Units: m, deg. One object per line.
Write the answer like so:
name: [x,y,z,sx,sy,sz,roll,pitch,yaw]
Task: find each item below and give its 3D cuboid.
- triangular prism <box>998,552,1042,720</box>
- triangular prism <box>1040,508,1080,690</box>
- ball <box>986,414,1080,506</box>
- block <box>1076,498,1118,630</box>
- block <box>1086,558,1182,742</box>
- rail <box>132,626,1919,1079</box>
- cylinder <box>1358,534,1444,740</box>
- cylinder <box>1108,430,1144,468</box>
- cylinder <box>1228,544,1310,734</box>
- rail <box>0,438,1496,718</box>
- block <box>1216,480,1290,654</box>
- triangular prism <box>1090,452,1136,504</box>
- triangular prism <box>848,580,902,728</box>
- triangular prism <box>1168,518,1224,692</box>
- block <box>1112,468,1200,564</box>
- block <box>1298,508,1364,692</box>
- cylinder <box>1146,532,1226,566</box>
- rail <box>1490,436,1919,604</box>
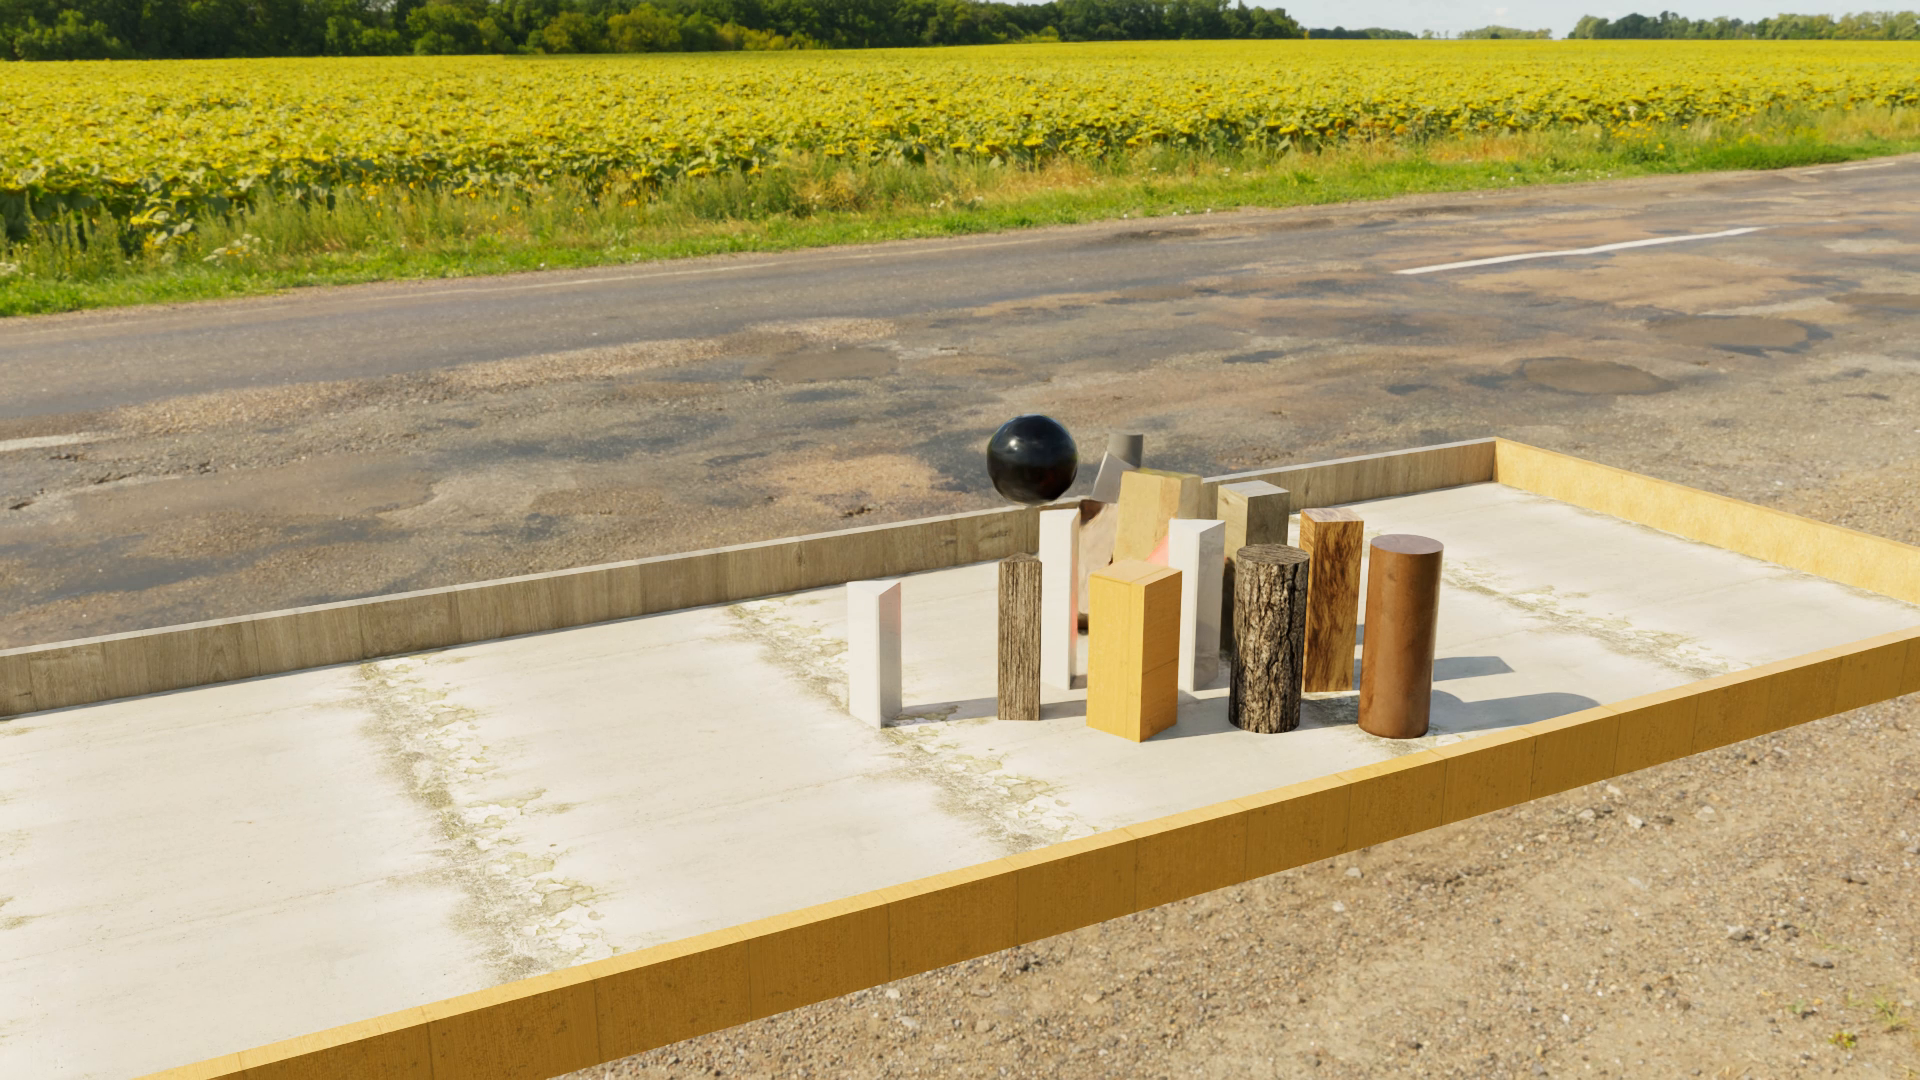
triangular prism: [0.141,0.226,3.889,0.099,0.392,0.085,1,16,3]
triangular prism: [0.263,0.143,4.090,0.102,0.440,0.088,15,22,42]
ball: [0.198,-0.219,4.524,0.256,0.256,0.256,0,16,0]
block: [0.370,0.072,4.502,0.145,0.323,0.145,11,-20,31]
block: [0.403,0.253,3.823,0.151,0.378,0.151,14,21,39]
rail: [-2.336,1.006,1.665,12.000,0.150,0.050,-9,18,-27]
cylinder: [1.015,0.222,3.808,0.162,0.446,0.162,0,16,0]
cylinder: [0.467,-0.088,4.829,0.100,0.454,0.100,4,9,-1]
cylinder: [0.719,0.229,3.846,0.166,0.411,0.166,0,16,0]
rail: [-3.305,0.497,3.399,12.000,0.150,0.050,-9,18,-27]
block: [0.762,0.075,4.330,0.132,0.434,0.132,-8,18,-24]
triangular prism: [0.364,-0.016,4.692,0.124,0.449,0.107,26,-13,-24]
triangular prism: [-0.183,0.261,3.884,0.107,0.328,0.123,-12,20,-35]
triangular prism: [0.566,0.154,4.104,0.115,0.410,0.133,12,20,36]
block: [0.517,0.037,4.417,0.163,0.434,0.163,9,9,25]
block: [0.906,0.148,4.073,0.120,0.438,0.120,-1,16,-5]
cylinder: [0.509,0.135,4.228,0.156,0.354,0.156,35,15,-11]
rail: [2.466,-0.048,5.253,0.050,0.150,2.100,-9,18,-27]
